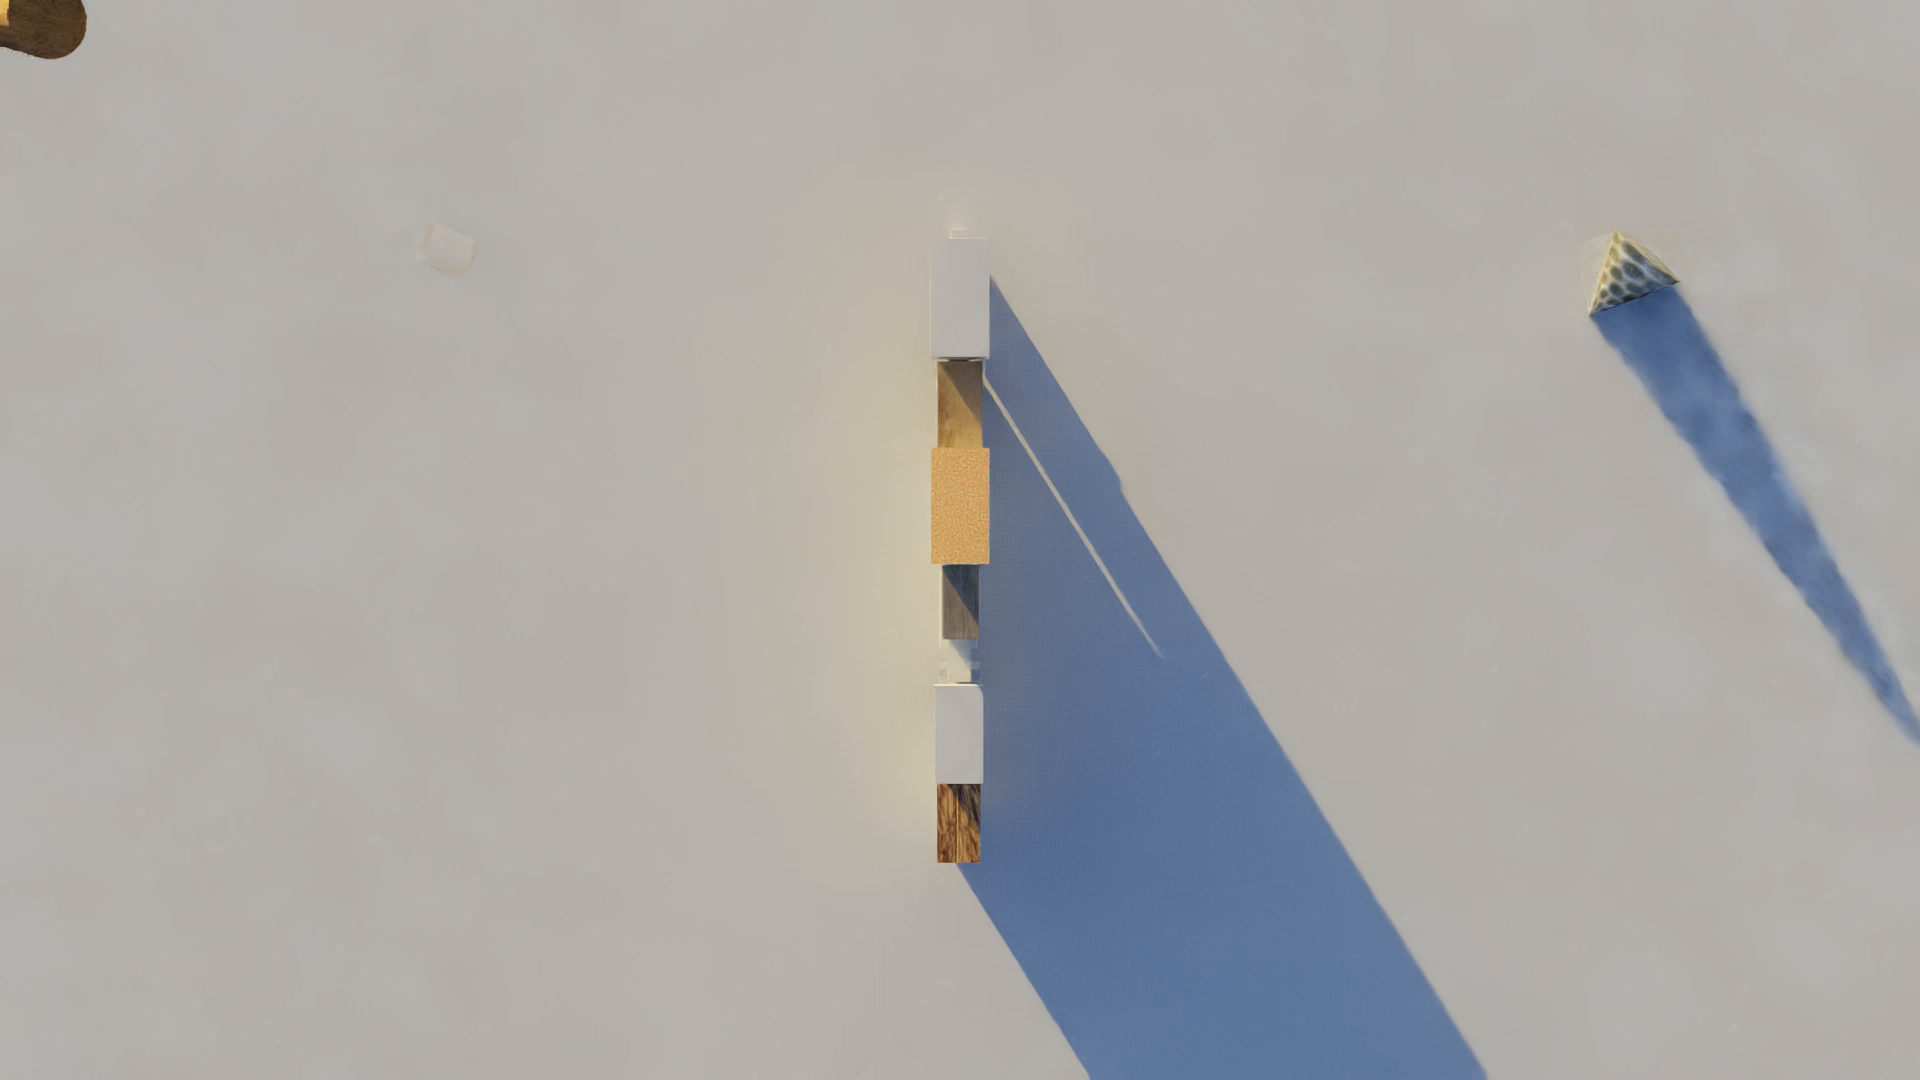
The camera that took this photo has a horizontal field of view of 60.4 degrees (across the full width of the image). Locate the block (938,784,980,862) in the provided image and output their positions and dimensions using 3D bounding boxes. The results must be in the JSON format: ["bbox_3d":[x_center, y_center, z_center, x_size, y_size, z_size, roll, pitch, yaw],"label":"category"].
[{"bbox_3d":[-0.004,0.879,5.207,0.137,0.039,0.274,0,90,0],"label":"block"}]

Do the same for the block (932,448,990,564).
[{"bbox_3d":[0.001,-0.098,4.780,0.168,0.048,0.336,0,90,0],"label":"block"}]

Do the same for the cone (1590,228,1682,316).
[{"bbox_3d":[2.172,-0.837,5.440,0.269,0.269,0.269,38,117,0],"label":"cone"}]

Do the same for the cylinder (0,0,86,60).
[{"bbox_3d":[-2.210,-1.249,3.909,0.184,0.184,0.184,21,90,30],"label":"cylinder"}]

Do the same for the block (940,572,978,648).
[{"bbox_3d":[-0.005,0.222,5.240,0.121,0.034,0.243,0,90,0],"label":"block"}]

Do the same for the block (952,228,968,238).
[{"bbox_3d":[-0.003,-0.963,5.387,0.053,0.015,0.105,0,90,0],"label":"block"}]

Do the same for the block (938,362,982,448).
[{"bbox_3d":[0.000,-0.409,5.059,0.137,0.039,0.274,0,90,0],"label":"block"}]

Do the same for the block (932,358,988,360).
[{"bbox_3d":[-0.001,-0.610,5.174,0.178,0.356,0.050,0,90,0],"label":"block"}]

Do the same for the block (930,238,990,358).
[{"bbox_3d":[0.000,-0.728,4.971,0.178,0.050,0.355,0,90,0],"label":"block"}]

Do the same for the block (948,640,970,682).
[{"bbox_3d":[-0.001,0.367,5.077,0.068,0.019,0.136,0,90,0],"label":"block"}]

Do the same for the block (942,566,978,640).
[{"bbox_3d":[0.001,0.185,4.904,0.110,0.031,0.220,0,90,0],"label":"block"}]

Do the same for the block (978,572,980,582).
[{"bbox_3d":[0.002,0.111,5.030,0.110,0.220,0.031,-1,90,0],"label":"block"}]

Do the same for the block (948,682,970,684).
[{"bbox_3d":[-0.003,0.424,5.339,0.075,0.021,0.150,0,90,0],"label":"block"}]

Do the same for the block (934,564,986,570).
[{"bbox_3d":[0.001,-0.062,5.162,0.158,0.045,0.316,0,90,0],"label":"block"}]

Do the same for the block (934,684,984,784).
[{"bbox_3d":[-0.003,0.588,5.010,0.148,0.042,0.297,0,90,0],"label":"block"}]

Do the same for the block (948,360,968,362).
[{"bbox_3d":[-0.006,-0.552,5.361,0.065,0.018,0.130,0,90,0],"label":"block"}]
